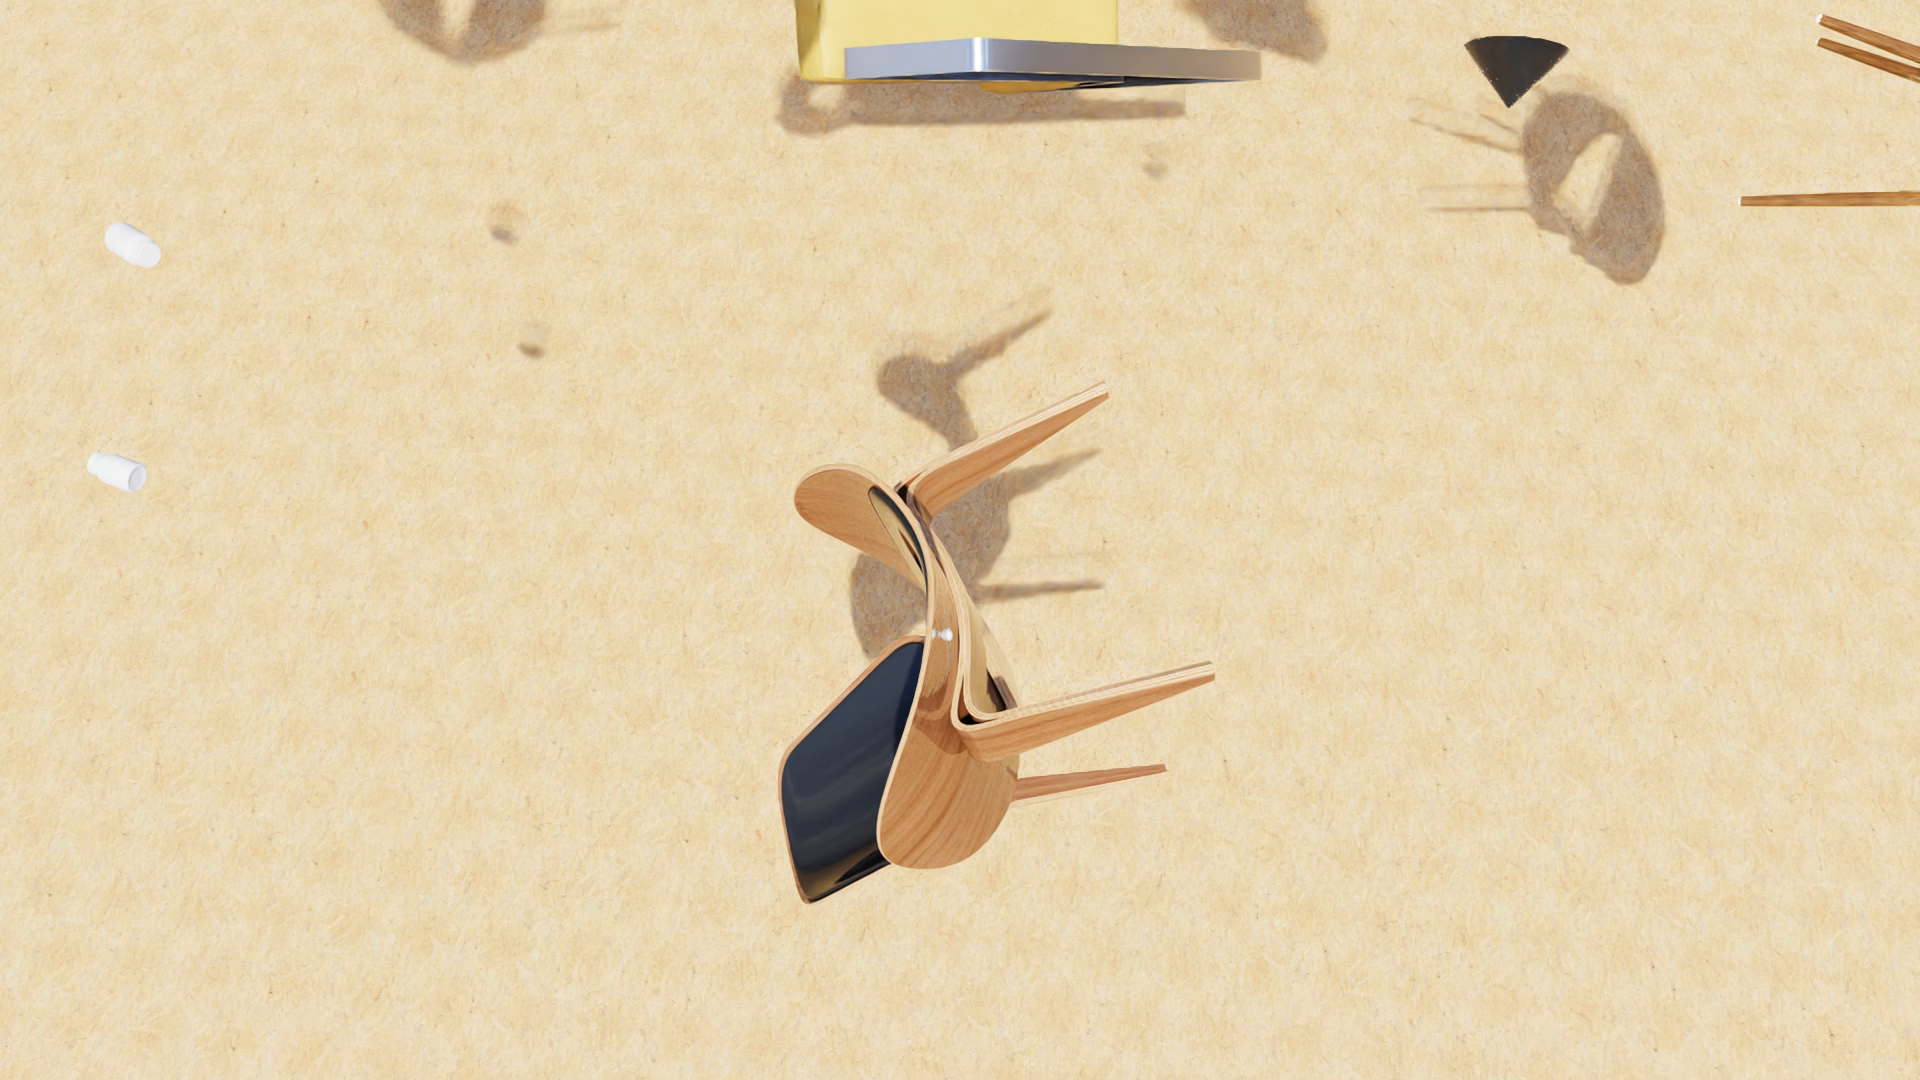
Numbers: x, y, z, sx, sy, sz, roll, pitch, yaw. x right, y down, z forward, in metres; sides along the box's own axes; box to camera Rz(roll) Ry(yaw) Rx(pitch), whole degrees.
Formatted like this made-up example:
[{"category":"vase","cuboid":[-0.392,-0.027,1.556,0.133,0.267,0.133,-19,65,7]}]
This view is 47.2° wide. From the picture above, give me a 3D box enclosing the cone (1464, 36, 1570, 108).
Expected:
[{"category":"cone","cuboid":[0.610,-0.509,2.429,0.107,0.119,0.067,8,90,-38]}]
